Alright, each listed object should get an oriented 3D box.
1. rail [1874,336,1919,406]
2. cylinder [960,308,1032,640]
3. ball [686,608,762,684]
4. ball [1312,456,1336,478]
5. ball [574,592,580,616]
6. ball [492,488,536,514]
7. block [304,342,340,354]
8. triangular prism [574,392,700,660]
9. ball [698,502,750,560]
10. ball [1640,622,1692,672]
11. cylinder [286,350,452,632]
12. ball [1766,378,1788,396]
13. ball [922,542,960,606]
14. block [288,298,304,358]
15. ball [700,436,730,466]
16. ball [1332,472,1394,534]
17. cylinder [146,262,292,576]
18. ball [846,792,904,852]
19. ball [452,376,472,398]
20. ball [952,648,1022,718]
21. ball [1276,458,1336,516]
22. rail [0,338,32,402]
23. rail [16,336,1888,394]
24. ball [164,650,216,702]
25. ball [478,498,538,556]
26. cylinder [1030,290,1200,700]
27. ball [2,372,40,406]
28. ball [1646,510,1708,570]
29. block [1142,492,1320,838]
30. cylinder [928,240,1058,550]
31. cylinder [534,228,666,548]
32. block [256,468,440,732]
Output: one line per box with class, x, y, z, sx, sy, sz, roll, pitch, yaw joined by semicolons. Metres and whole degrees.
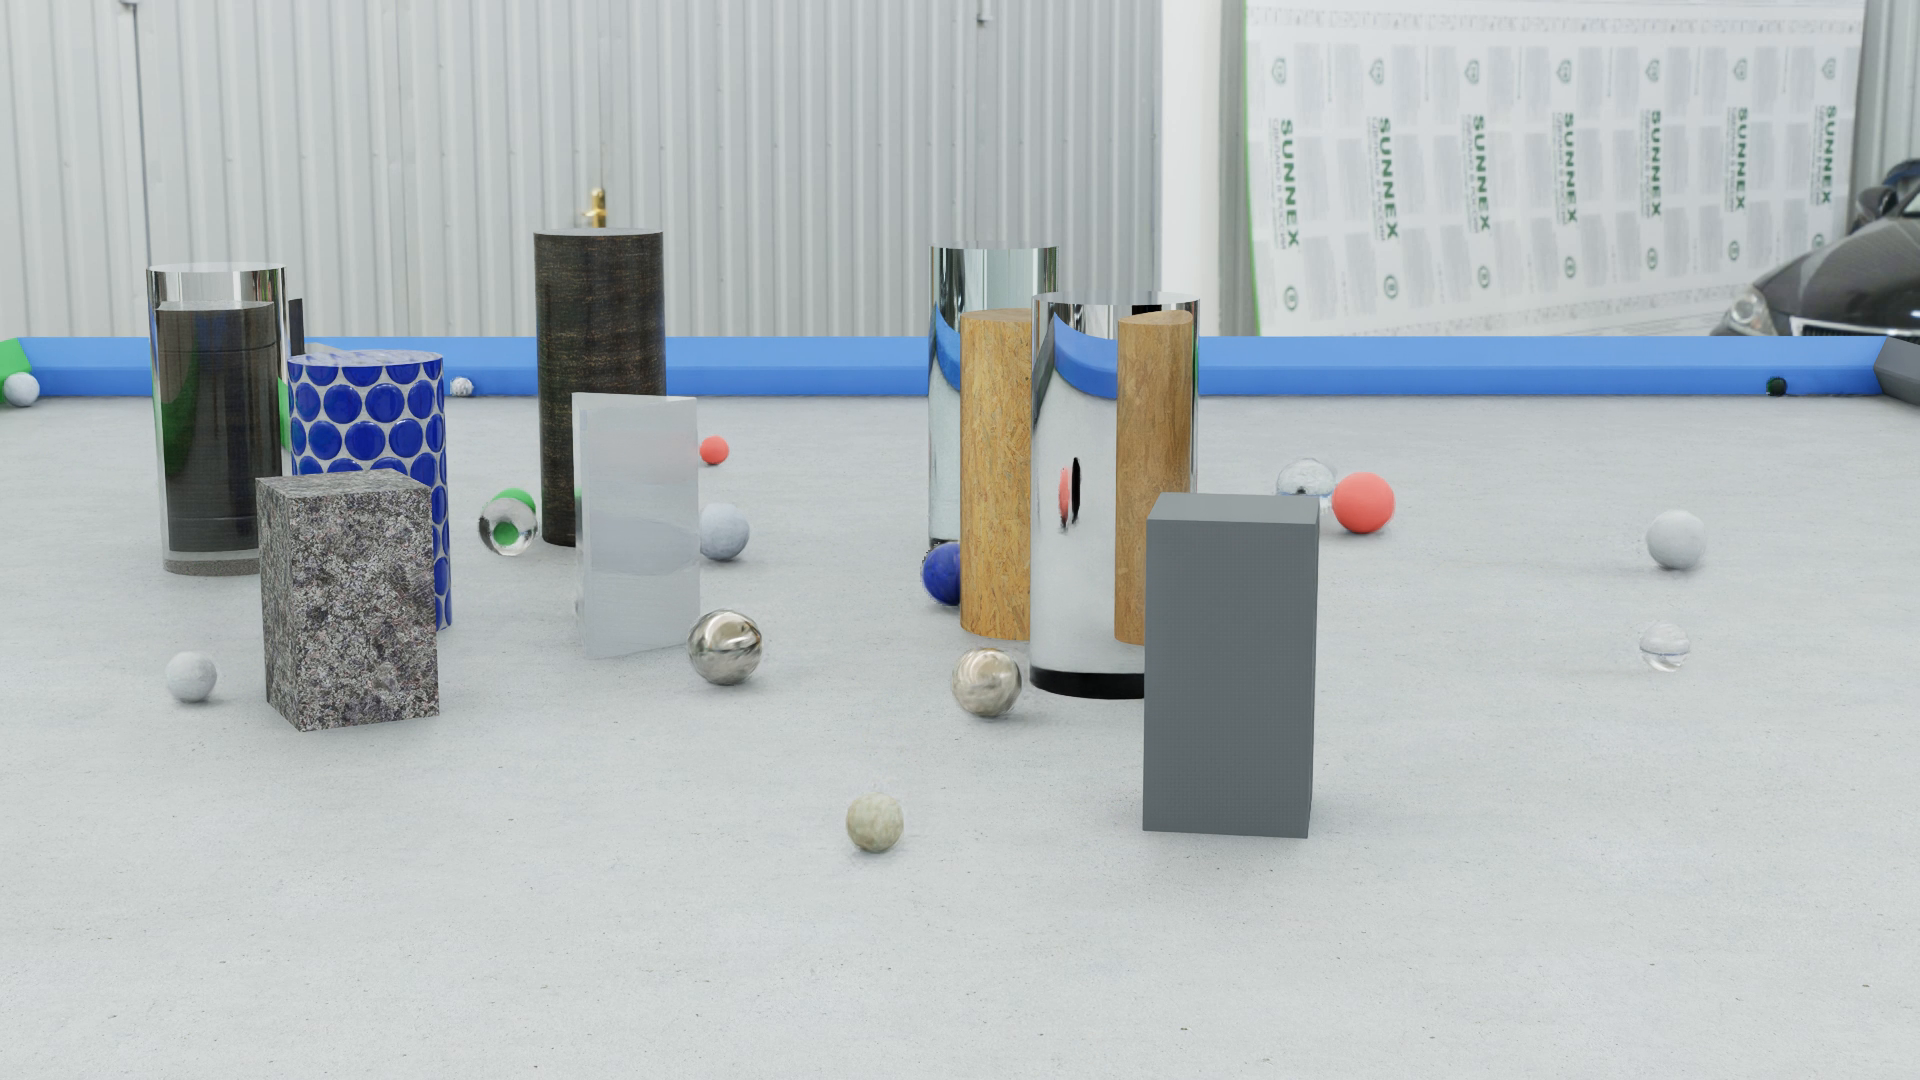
rail;2.063;0.031;3.461;0.045;0.128;4.639;0;10;0
cylinder;0.099;-0.089;3.346;0.197;0.408;0.197;0;10;0
ball;-0.280;0.126;3.054;0.090;0.090;0.090;0;10;0
ball;0.629;-0.119;4.472;0.055;0.055;0.055;0;10;0
ball;-0.488;0.085;3.400;0.046;0.046;0.046;0;10;0
ball;-0.703;-0.046;4.031;0.073;0.073;0.073;0;10;0
block;-1.151;-0.204;4.406;0.158;0.248;0.158;-6;12;-31
triangular prism;-0.445;-0.025;3.264;0.171;0.312;0.148;-9;14;-41
ball;-0.357;-0.013;3.815;0.087;0.087;0.087;0;10;0
ball;0.857;0.130;3.115;0.061;0.061;0.061;0;10;0
cylinder;-0.769;-0.062;3.351;0.197;0.353;0.197;0;10;0
ball;1.816;-0.340;5.703;0.043;0.043;0.043;0;10;0
ball;-0.009;0.045;3.501;0.087;0.087;0.087;0;10;0
block;-1.130;-0.190;4.007;0.158;0.366;0.158;3;11;16
ball;-0.452;-0.165;4.727;0.054;0.054;0.054;0;10;0
ball;0.634;-0.059;4.037;0.097;0.097;0.097;0;10;0
cylinder;-1.077;-0.180;3.756;0.197;0.438;0.197;0;10;0
ball;-0.080;0.264;2.405;0.056;0.056;0.056;0;10;0
ball;-1.103;-0.339;5.684;0.046;0.046;0.046;0;10;0
ball;0.030;0.161;2.898;0.079;0.079;0.079;0;10;0
ball;0.562;-0.083;4.163;0.099;0.099;0.099;0;10;0
rail;-2.063;0.035;3.437;0.045;0.128;4.639;0;10;0
rail;-0.013;-0.385;5.706;4.173;0.128;0.045;0;10;0
ball;-0.891;0.158;2.968;0.059;0.059;0.059;0;10;0
ball;-0.679;-0.020;3.853;0.088;0.088;0.088;0;10;0
cylinder;0.182;-0.058;3.037;0.197;0.459;0.197;0;10;0
ball;-2.023;-0.324;5.529;0.075;0.075;0.075;0;10;0
ball;1.048;-0.001;3.747;0.088;0.088;0.088;0;10;0
block;0.266;0.118;2.508;0.158;0.305;0.158;2;11;9
cylinder;0.050;-0.218;3.898;0.197;0.460;0.197;0;10;0
cylinder;-0.553;-0.239;3.970;0.197;0.475;0.197;0;10;0
block;-0.697;0.064;2.917;0.158;0.262;0.158;-6;12;-27
